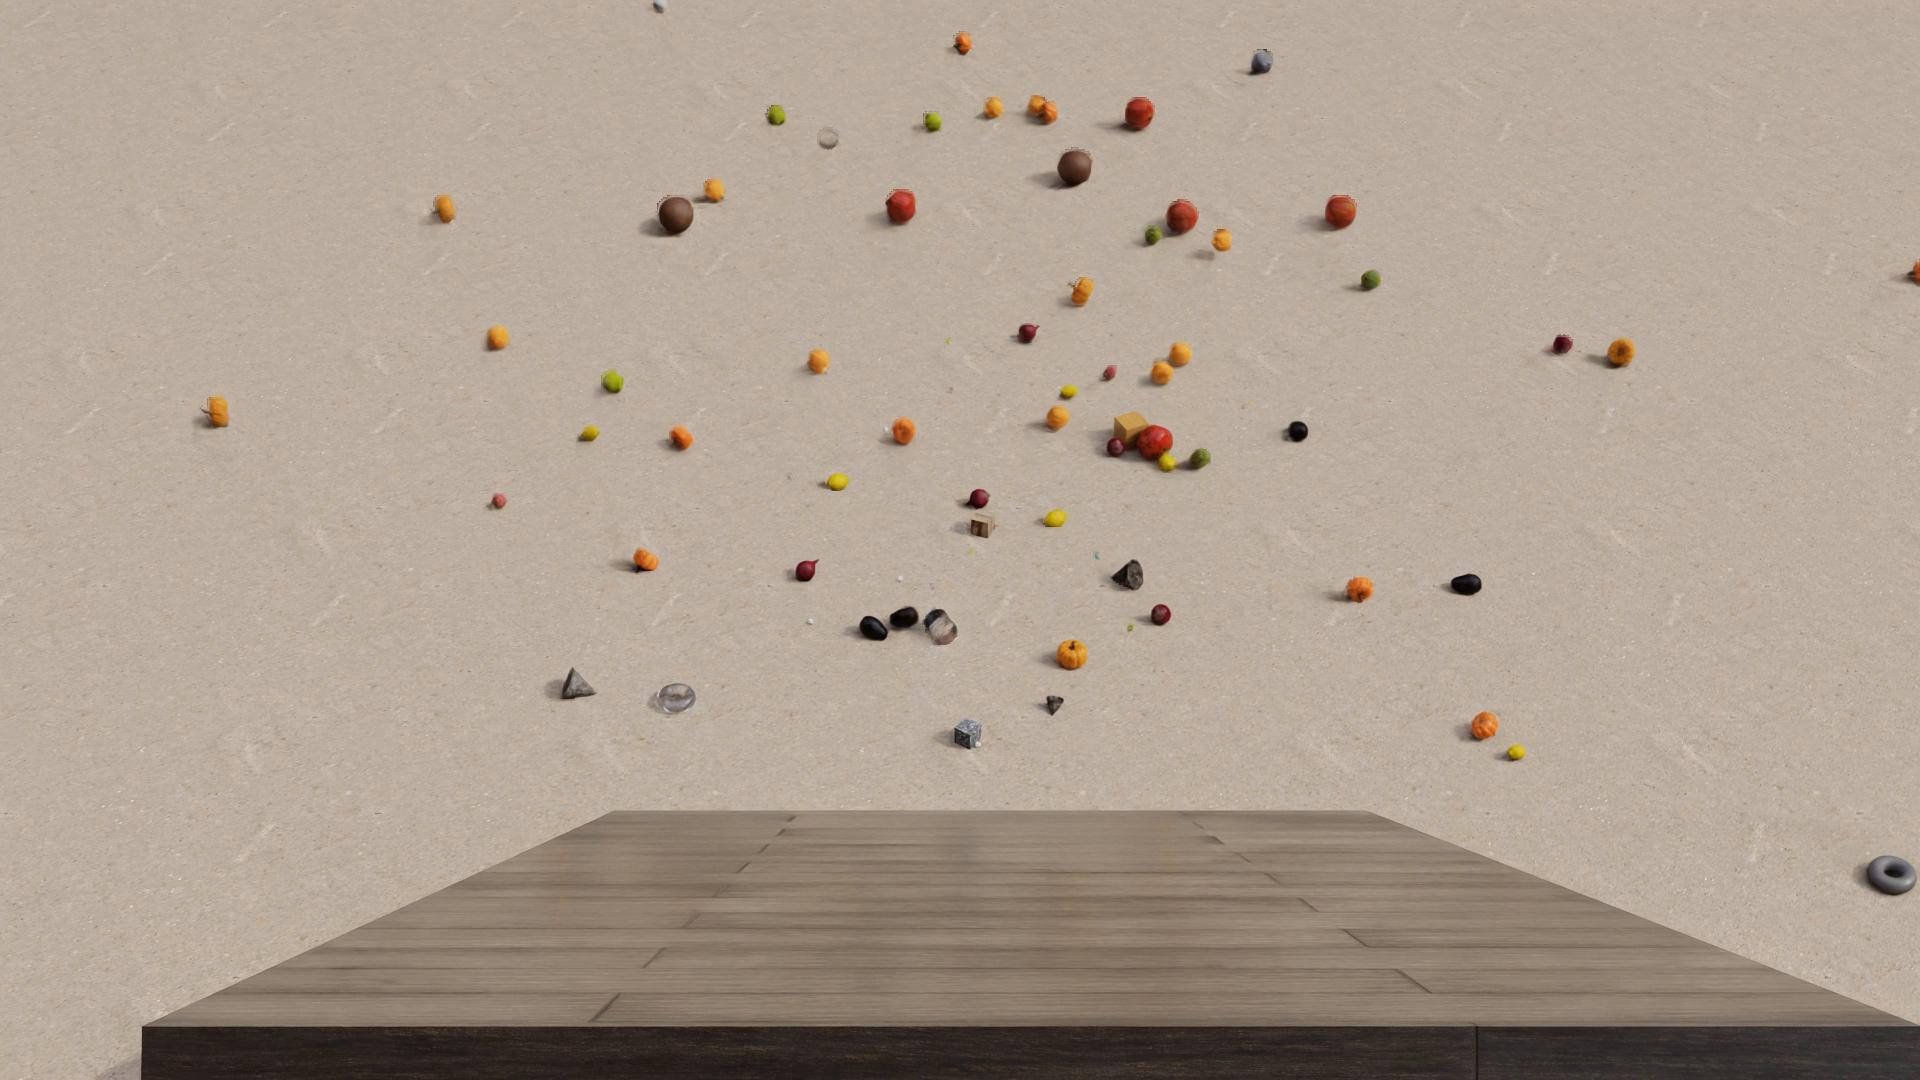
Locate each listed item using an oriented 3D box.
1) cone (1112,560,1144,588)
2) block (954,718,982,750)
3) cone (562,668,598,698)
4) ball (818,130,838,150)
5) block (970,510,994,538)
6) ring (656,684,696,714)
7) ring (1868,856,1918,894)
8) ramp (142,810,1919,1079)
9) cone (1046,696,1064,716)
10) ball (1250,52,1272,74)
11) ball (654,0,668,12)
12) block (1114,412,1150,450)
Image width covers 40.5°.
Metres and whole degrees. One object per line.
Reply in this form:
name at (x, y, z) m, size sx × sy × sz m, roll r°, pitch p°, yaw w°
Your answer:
cone at (0.490, 0.108, 7.831) m, size 0.090 × 0.090 × 0.090 m, roll -10°, pitch 25°, yaw 41°
block at (0.022, 0.539, 7.243) m, size 0.054 × 0.054 × 0.054 m, roll 24°, pitch 43°, yaw 28°
cone at (-1.076, 0.422, 7.410) m, size 0.092 × 0.092 × 0.092 m, roll 22°, pitch 34°, yaw -16°
ball at (-0.504, -1.539, 10.002) m, size 0.076 × 0.076 × 0.076 m, roll 0°, pitch 37°, yaw 0°
block at (0.071, -0.051, 8.028) m, size 0.057 × 0.057 × 0.057 m, roll 14°, pitch 39°, yaw 18°
ring at (-0.804, 0.448, 7.378) m, size 0.111 × 0.037 × 0.111 m, roll 1°, pitch 37°, yaw -1°
ring at (2.438, 0.875, 6.805) m, size 0.126 × 0.042 × 0.126 m, roll -1°, pitch 37°, yaw 1°
ramp at (0.081, 0.683, 4.917) m, size 2.000 × 0.100 × 4.000 m, roll 0°, pitch -2°, yaw 0°
cone at (0.264, 0.474, 7.354) m, size 0.053 × 0.053 × 0.053 m, roll 7°, pitch 64°, yaw 9°
ball at (1.219, -1.929, 10.513) m, size 0.088 × 0.088 × 0.088 m, roll 0°, pitch 37°, yaw 0°
ball at (-1.266, -2.264, 10.984) m, size 0.059 × 0.059 × 0.059 m, roll 0°, pitch 37°, yaw 0°
block at (0.554, -0.353, 8.411) m, size 0.082 × 0.082 × 0.082 m, roll -16°, pitch 40°, yaw -20°
